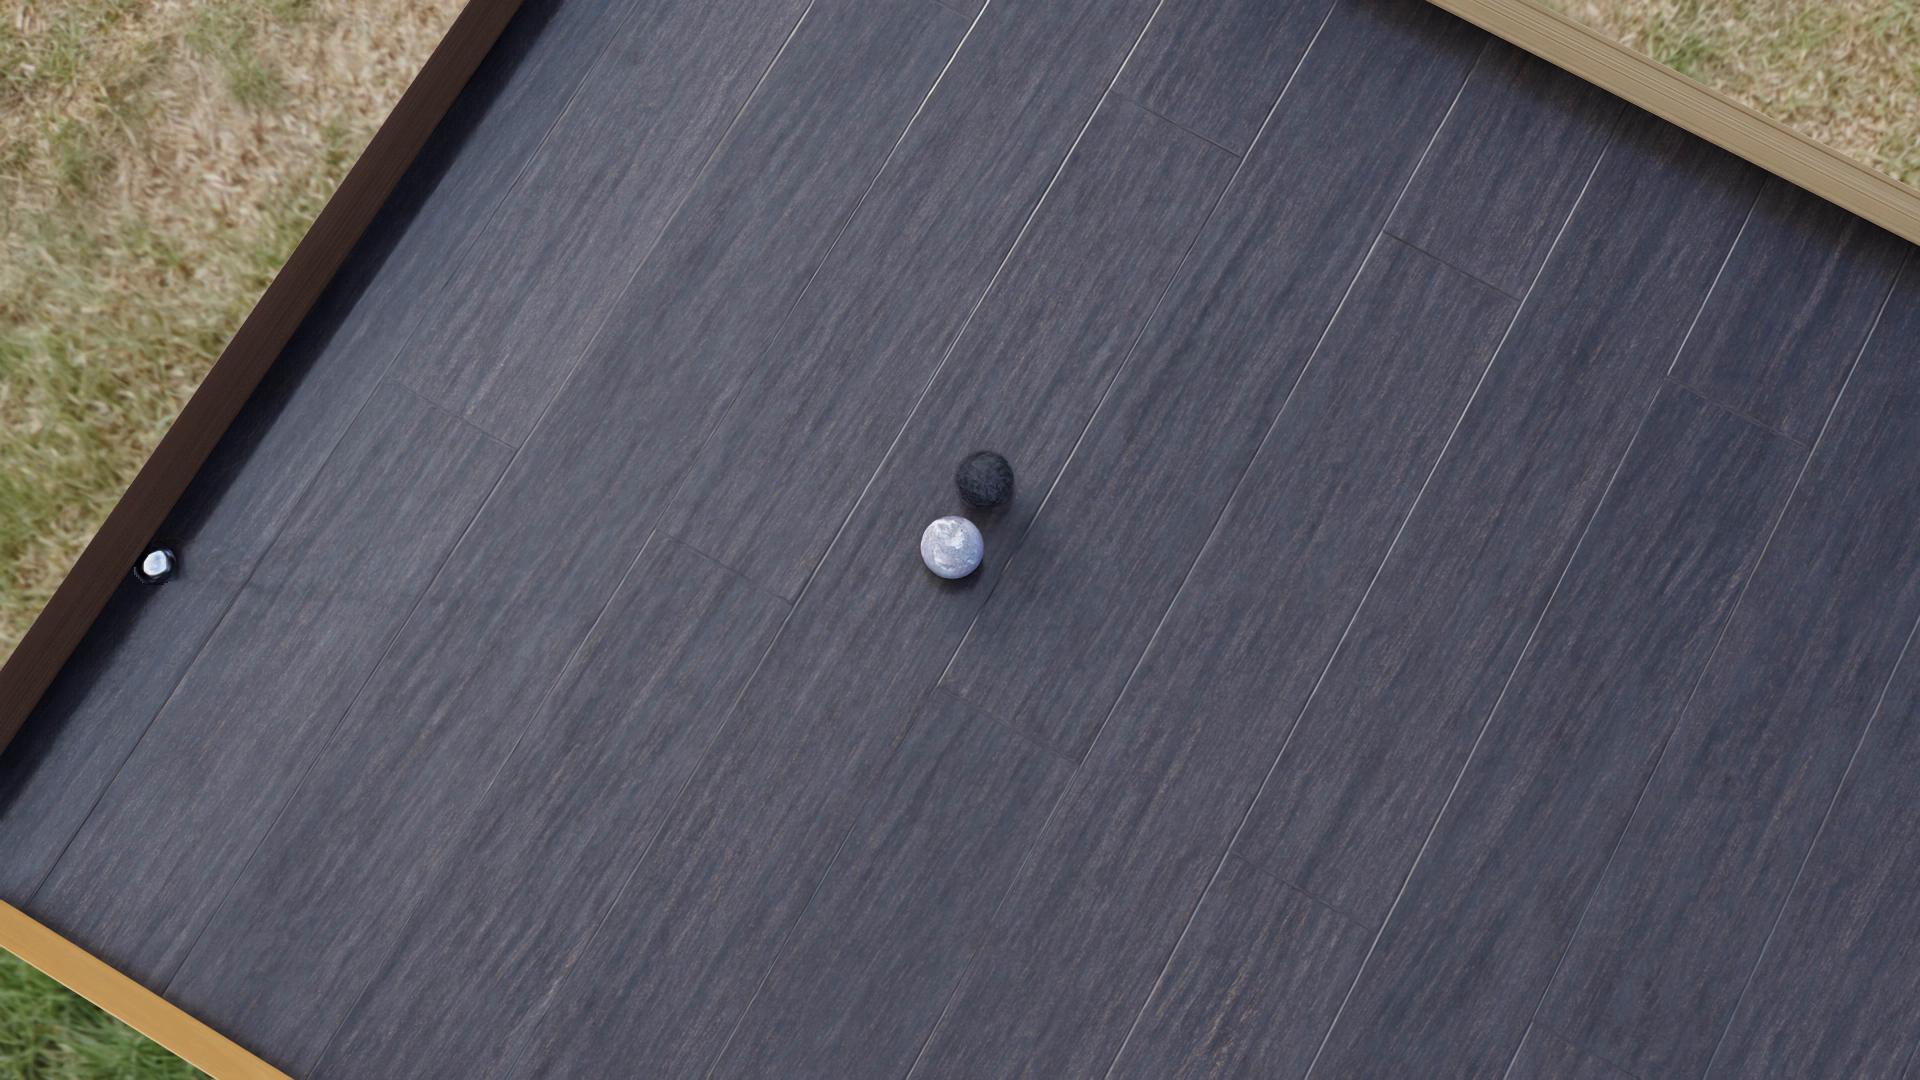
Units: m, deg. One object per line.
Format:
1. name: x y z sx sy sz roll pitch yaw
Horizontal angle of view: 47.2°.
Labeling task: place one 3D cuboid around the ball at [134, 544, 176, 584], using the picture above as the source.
1. ball: -1.226 0.036 3.349 0.059 0.059 0.059 0 75 0

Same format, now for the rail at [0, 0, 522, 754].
1. rail: -0.942 -0.523 3.467 0.045 0.125 2.412 29 77 8

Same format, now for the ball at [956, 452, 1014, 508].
1. ball: 0.038 -0.092 3.369 0.088 0.088 0.088 0 75 0

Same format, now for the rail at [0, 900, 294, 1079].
1. rail: 0.377 1.515 2.908 4.433 0.125 0.045 29 77 8

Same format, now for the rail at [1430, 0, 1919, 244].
1. rail: 1.548 -0.465 3.451 4.433 0.125 0.045 29 77 8

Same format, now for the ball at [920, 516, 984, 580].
1. ball: -0.012 0.011 3.336 0.097 0.097 0.097 0 75 0
